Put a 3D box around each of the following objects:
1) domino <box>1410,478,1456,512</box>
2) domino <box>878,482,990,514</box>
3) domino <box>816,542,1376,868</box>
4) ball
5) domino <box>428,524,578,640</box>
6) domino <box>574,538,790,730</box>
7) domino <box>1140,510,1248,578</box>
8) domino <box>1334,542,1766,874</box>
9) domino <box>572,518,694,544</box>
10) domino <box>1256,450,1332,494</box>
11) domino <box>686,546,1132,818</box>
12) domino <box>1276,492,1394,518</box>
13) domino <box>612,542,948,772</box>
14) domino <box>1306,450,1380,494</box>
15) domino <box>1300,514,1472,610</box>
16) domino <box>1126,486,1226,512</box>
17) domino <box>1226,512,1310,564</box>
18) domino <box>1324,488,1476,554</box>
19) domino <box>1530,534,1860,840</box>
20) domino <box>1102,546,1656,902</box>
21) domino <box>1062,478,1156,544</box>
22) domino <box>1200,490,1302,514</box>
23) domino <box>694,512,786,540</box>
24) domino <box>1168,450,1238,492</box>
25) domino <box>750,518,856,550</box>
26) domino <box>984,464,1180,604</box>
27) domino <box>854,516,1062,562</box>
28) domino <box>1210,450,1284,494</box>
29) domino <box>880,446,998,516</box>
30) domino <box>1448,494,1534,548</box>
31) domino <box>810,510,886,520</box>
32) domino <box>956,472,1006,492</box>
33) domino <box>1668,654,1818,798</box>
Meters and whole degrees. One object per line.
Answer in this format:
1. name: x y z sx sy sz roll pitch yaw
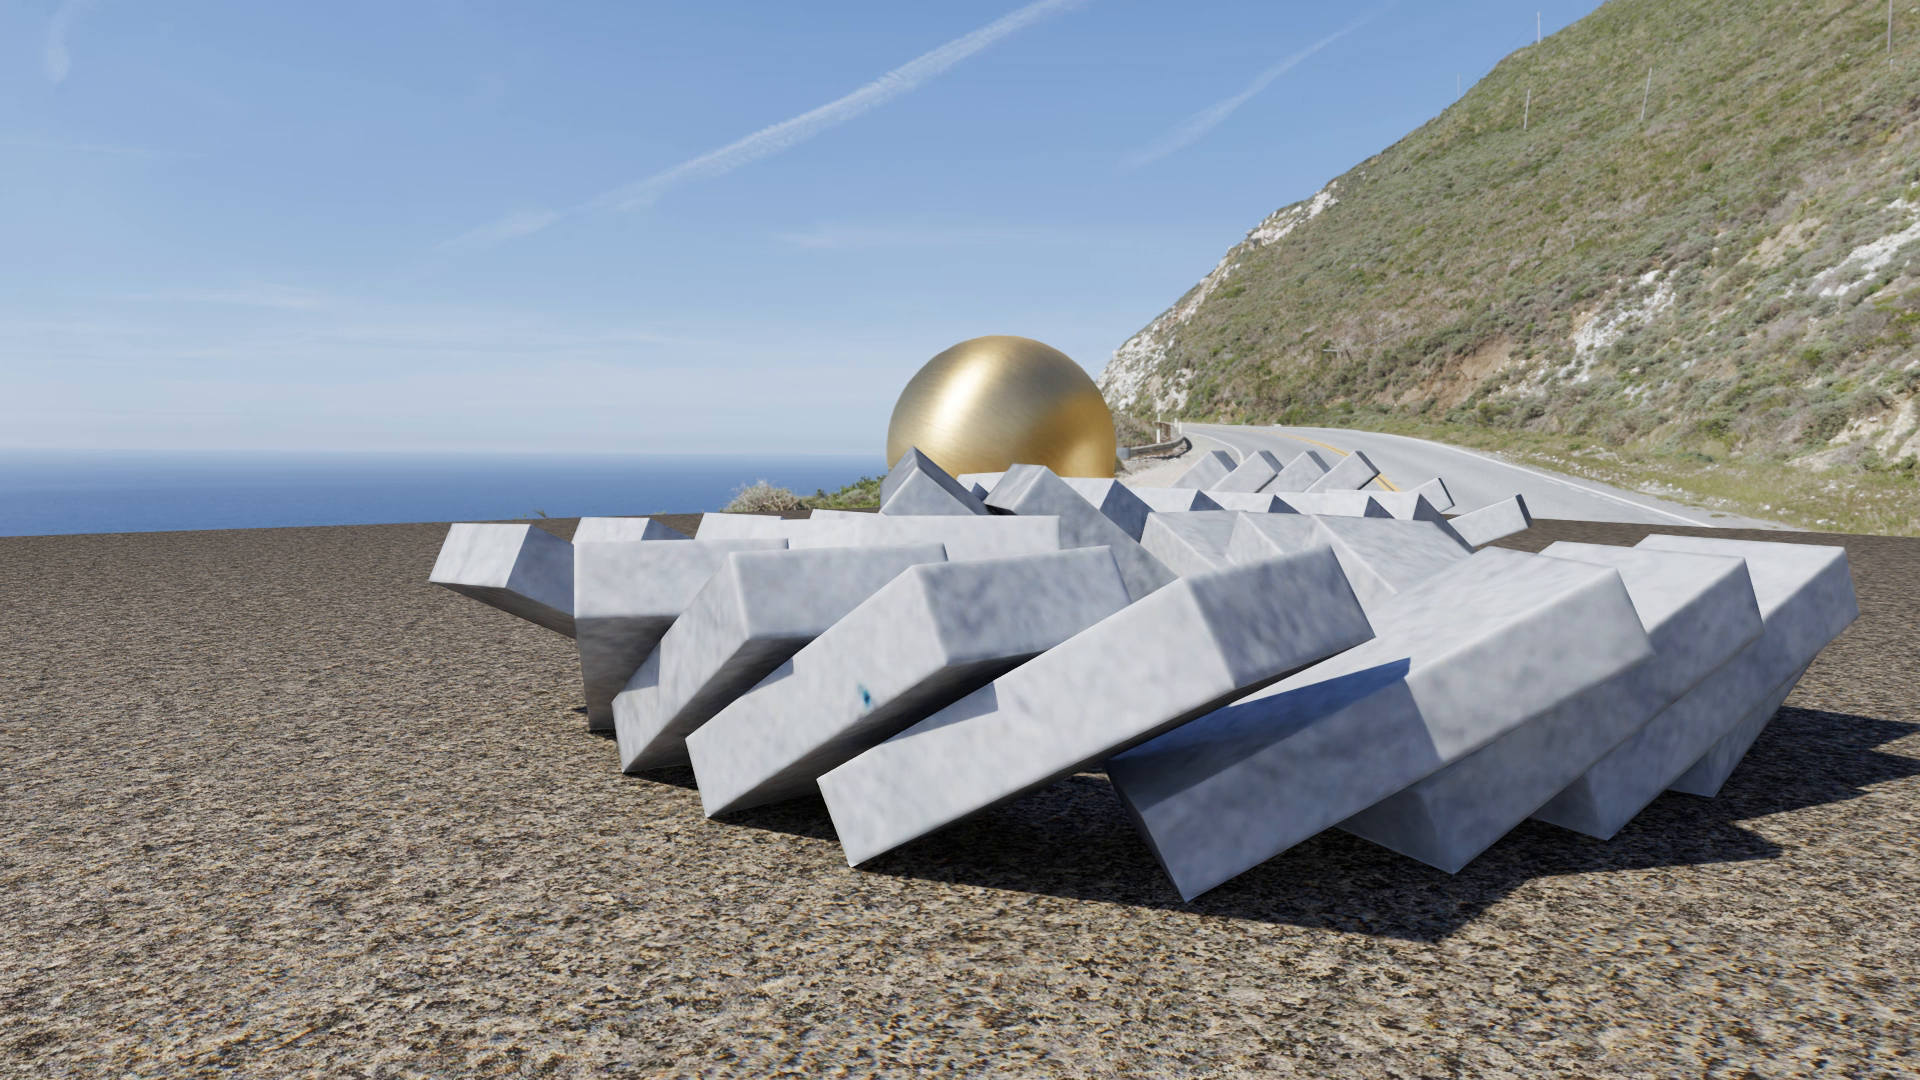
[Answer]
1. domino: 0.126 -0.003 0.394 0.050 0.009 0.025 -28 -9 21
2. domino: 0.009 0.005 0.265 0.025 0.009 0.050 5 -27 50
3. domino: 0.011 0.017 0.123 0.025 0.010 0.050 -9 -19 -47
4. ball: 0.014 -0.031 0.447 0.080 0.080 0.080 0 4 0
5. domino: -0.054 0.012 0.203 0.025 0.010 0.050 1 -22 44
6. domino: -0.038 0.014 0.174 0.025 0.010 0.050 -1 -22 -14
7. domino: 0.059 0.010 0.250 0.025 0.010 0.050 -2 28 -27
8. domino: 0.063 0.017 0.145 0.050 0.009 0.025 -29 15 -19
9. domino: -0.040 0.010 0.221 0.050 0.009 0.025 29 -17 -37
10. domino: 0.095 -0.008 0.407 0.050 0.009 0.025 -43 -12 19
11. domino: -0.007 0.016 0.137 0.025 0.010 0.050 -5 -22 -39
12. domino: 0.100 0.003 0.317 0.025 0.009 0.050 5 -20 48
13. domino: -0.023 0.015 0.154 0.025 0.010 0.050 -3 -23 -31
14. domino: 0.108 -0.008 0.402 0.050 0.009 0.025 -43 -12 19
15. domino: 0.078 0.012 0.208 0.025 0.009 0.050 3 27 -17
16. domino: 0.060 0.004 0.294 0.050 0.009 0.025 32 -13 -30
17. domino: 0.071 0.011 0.230 0.025 0.009 0.050 2 26 -18
18. domino: 0.116 0.002 0.331 0.025 0.009 0.050 5 -20 46
19. domino: 0.082 0.016 0.157 0.050 0.009 0.025 -30 16 -22
20. domino: 0.040 0.017 0.132 0.050 0.009 0.025 -27 6 -1
21. domino: 0.041 0.004 0.283 0.050 0.010 0.025 36 -15 -28
22. domino: 0.080 0.004 0.306 0.050 0.009 0.025 29 -12 -31
23. domino: -0.022 0.010 0.236 0.050 0.009 0.025 29 -17 -38
24. domino: 0.068 -0.009 0.416 0.050 0.010 0.025 -43 -12 19
25. domino: -0.009 0.011 0.202 0.025 0.009 0.050 0 -24 30
26. domino: 0.028 0.006 0.233 0.050 0.010 0.025 39 -3 -11
27. domino: 0.000 0.012 0.177 0.025 0.010 0.050 0 -26 0
28. domino: 0.081 -0.009 0.411 0.050 0.010 0.025 -43 -12 19
29. domino: 0.008 0.004 0.228 0.050 0.010 0.025 39 7 -11
30. domino: 0.142 0.000 0.380 0.050 0.009 0.025 -23 -7 27
31. domino: -0.004 0.009 0.251 0.050 0.009 0.025 29 -15 -38
32. domino: 0.022 0.003 0.273 0.050 0.010 0.025 36 -20 -30
33. domino: 0.099 0.015 0.176 0.050 0.010 0.025 -31 22 -34
